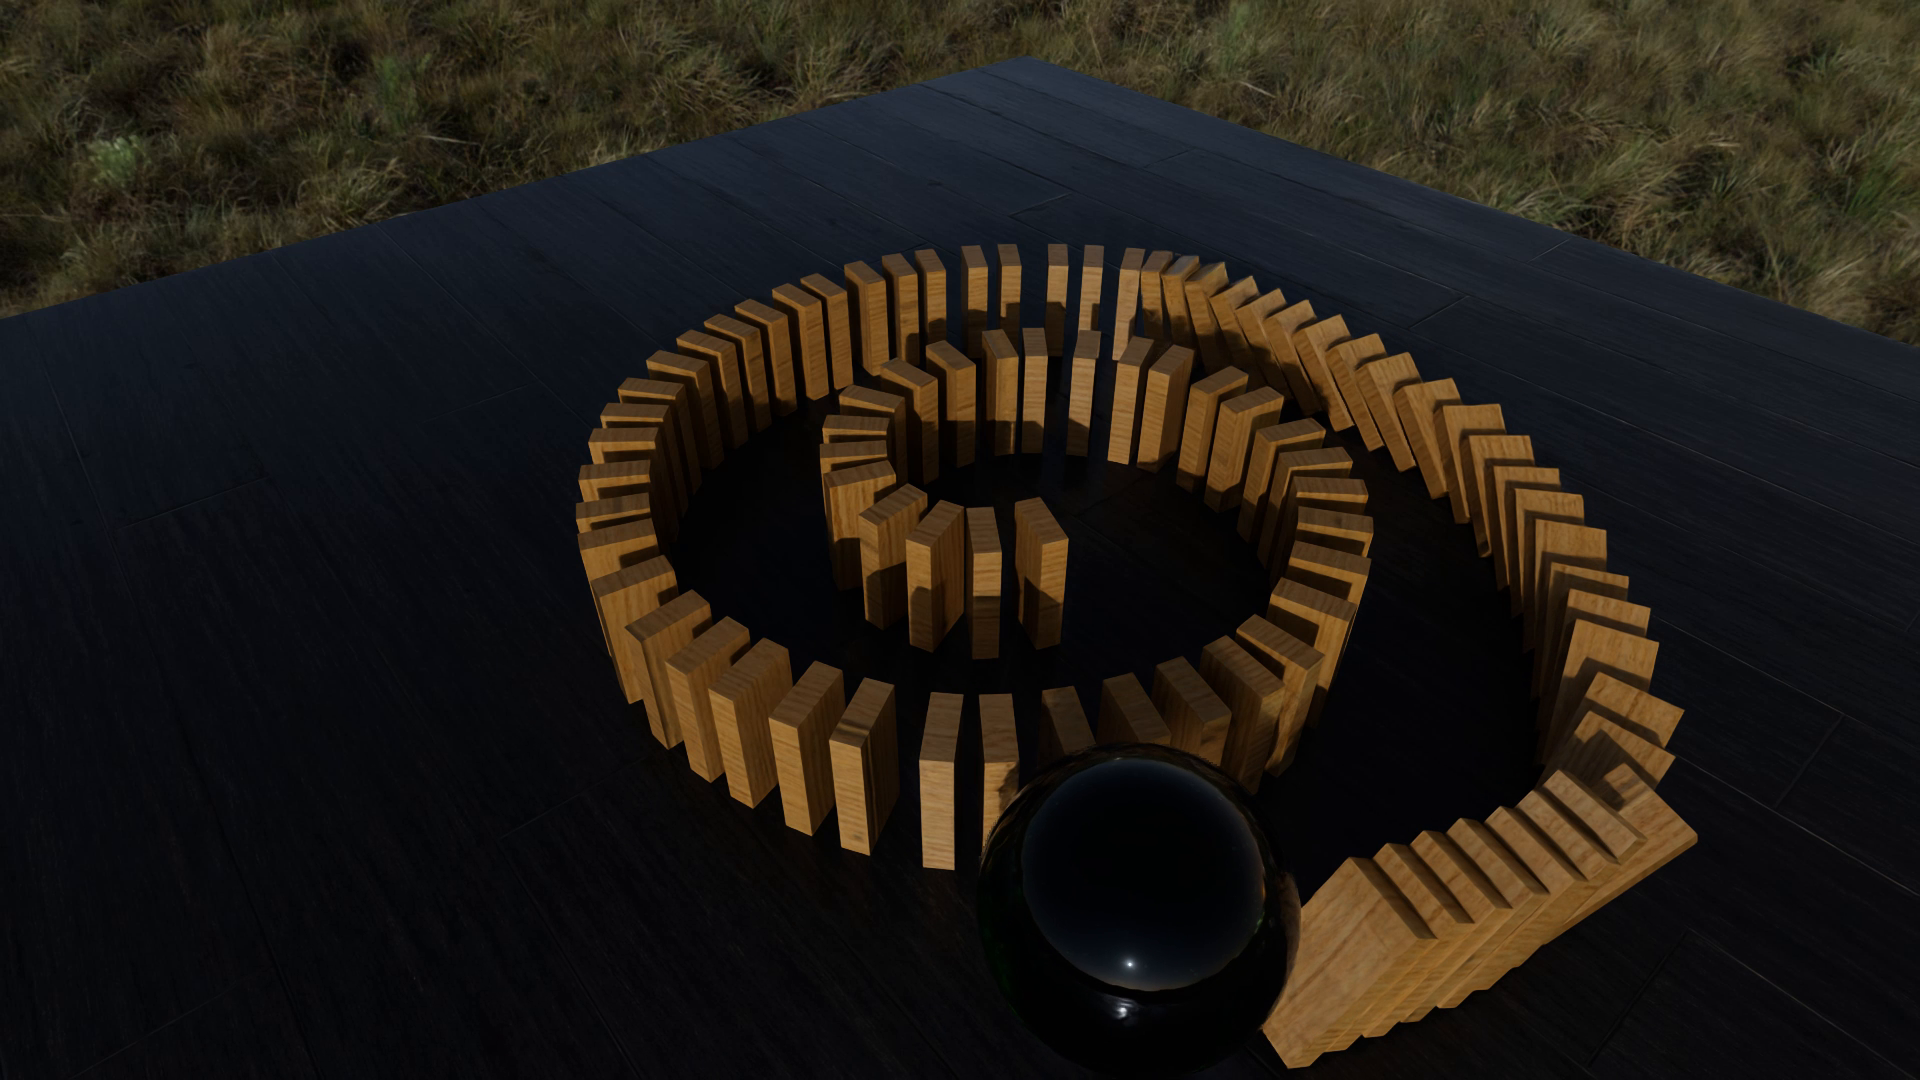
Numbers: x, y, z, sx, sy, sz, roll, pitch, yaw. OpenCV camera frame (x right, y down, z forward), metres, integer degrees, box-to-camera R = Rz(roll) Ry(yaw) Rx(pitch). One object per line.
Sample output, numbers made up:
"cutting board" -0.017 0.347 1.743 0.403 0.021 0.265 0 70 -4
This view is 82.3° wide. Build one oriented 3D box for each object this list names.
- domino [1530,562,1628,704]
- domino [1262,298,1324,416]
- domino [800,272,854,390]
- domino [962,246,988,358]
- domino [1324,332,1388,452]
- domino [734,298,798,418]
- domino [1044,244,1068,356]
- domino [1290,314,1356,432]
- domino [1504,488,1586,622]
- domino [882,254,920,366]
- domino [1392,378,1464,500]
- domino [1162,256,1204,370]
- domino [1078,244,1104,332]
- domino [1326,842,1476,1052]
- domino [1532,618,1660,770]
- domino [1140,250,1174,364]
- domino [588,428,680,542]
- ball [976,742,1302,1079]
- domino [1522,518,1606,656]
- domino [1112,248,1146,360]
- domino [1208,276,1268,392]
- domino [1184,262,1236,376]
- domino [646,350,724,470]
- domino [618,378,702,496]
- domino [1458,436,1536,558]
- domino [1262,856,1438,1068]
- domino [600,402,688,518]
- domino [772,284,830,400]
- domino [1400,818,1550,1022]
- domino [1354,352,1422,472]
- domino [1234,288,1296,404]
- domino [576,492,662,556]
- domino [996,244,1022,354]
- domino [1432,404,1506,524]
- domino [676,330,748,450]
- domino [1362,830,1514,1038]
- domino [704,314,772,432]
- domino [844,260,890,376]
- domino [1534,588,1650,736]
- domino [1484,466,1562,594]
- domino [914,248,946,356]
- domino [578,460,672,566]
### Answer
"domino" 0.216 0.035 0.383 0.025 0.009 0.050 12 70 14
"domino" 0.165 -0.087 0.523 0.025 0.050 0.010 -28 4 -30
"domino" -0.064 -0.101 0.535 0.009 0.050 0.025 -27 47 -29
"domino" 0.007 -0.121 0.559 0.010 0.050 0.025 -5 40 -6
"domino" 0.189 -0.068 0.503 0.025 0.010 0.050 -19 81 -21
"domino" -0.091 -0.085 0.515 0.025 0.050 0.010 28 47 30
"domino" 0.049 -0.122 0.560 0.010 0.050 0.025 2 39 2
"domino" 0.177 -0.078 0.514 0.025 0.010 0.050 -23 88 -26
"domino" 0.222 0.006 0.416 0.025 0.009 0.050 6 69 5
"domino" -0.030 -0.115 0.552 0.009 0.050 0.025 -14 41 -17
"domino" 0.209 -0.044 0.477 0.025 0.009 0.050 -11 73 -13
"domino" 0.114 -0.113 0.549 0.009 0.050 0.025 5 36 35
"domino" 0.066 -0.121 0.559 0.009 0.050 0.025 5 40 6
"domino" 0.105 0.106 0.285 0.009 0.050 0.025 17 26 -38
"domino" 0.206 0.054 0.356 0.025 0.010 0.050 18 76 15
"domino" 0.100 -0.117 0.553 0.010 0.050 0.025 6 38 24
"domino" -0.129 -0.021 0.437 0.025 0.050 0.010 -1 39 -1
"ball" 0.044 0.091 0.276 0.080 0.080 0.080 0 39 0
"domino" 0.220 0.019 0.401 0.025 0.009 0.050 10 70 6
"domino" 0.085 -0.119 0.556 0.010 0.050 0.025 8 40 11
"domino" 0.142 -0.101 0.538 0.025 0.050 0.009 -34 14 -34
"domino" 0.127 -0.109 0.545 0.010 0.050 0.025 3 32 43
"domino" -0.119 -0.056 0.480 0.025 0.050 0.009 15 42 18
"domino" -0.126 -0.043 0.464 0.025 0.050 0.010 8 40 9
"domino" 0.221 -0.018 0.447 0.025 0.009 0.050 0 69 0
"domino" 0.095 0.108 0.282 0.010 0.050 0.025 17 26 -38
"domino" -0.128 -0.032 0.450 0.025 0.050 0.009 3 39 3
"domino" -0.076 -0.095 0.527 0.010 0.050 0.025 -31 49 -32
"domino" 0.127 0.101 0.291 0.009 0.050 0.025 17 26 -38
"domino" 0.199 -0.057 0.491 0.025 0.009 0.050 -17 79 -19
"domino" 0.154 -0.094 0.531 0.025 0.050 0.010 -31 7 -32
"domino" -0.122 0.007 0.403 0.025 0.050 0.010 -10 40 -12
"domino" 0.024 -0.122 0.560 0.010 0.050 0.025 -2 39 -3
"domino" 0.218 -0.032 0.463 0.025 0.010 0.050 -2 71 -3
"domino" -0.111 -0.067 0.493 0.025 0.050 0.009 21 44 23
"domino" 0.116 0.103 0.288 0.009 0.050 0.025 17 26 -38
"domino" -0.101 -0.076 0.504 0.025 0.050 0.010 24 45 27
"domino" -0.046 -0.110 0.545 0.009 0.050 0.025 -21 44 -24
"domino" 0.212 0.044 0.368 0.025 0.009 0.050 15 76 15
"domino" 0.222 -0.004 0.430 0.025 0.009 0.050 3 68 3
"domino" -0.015 -0.118 0.555 0.009 0.050 0.025 -10 40 -12
"domino" -0.127 -0.006 0.419 0.025 0.050 0.009 -6 40 -7
